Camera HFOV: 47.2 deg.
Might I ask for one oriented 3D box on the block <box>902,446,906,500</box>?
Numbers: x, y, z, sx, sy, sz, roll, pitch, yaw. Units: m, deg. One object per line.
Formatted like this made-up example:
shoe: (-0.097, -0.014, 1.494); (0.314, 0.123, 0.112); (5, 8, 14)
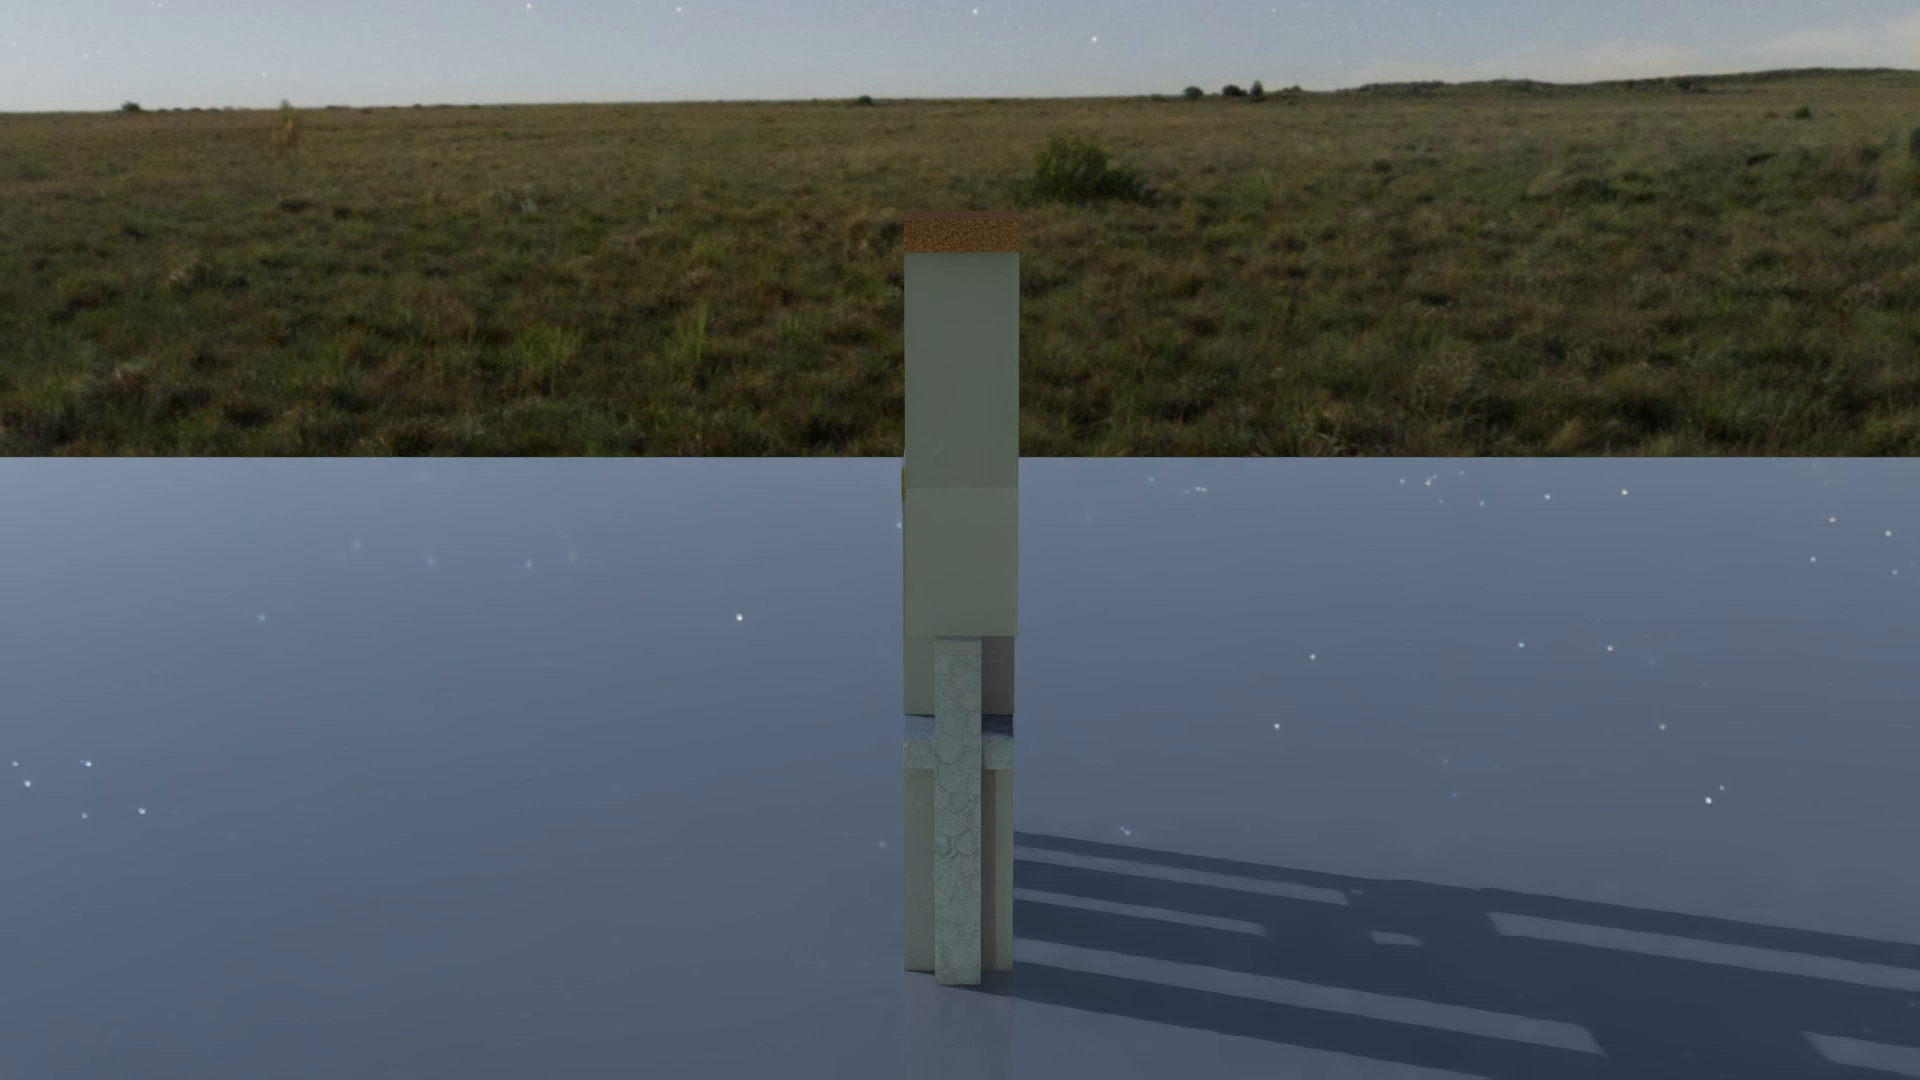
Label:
block: (-0.002, -0.115, 3.437); (0.170, 0.048, 0.339); (0, 11, 0)

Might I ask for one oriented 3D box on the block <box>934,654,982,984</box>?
block: (-0.003, 0.411, 3.241); (0.068, 0.509, 0.019); (0, 11, 0)

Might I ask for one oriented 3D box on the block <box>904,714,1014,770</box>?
block: (-0.002, 0.286, 3.397); (0.163, 0.046, 0.326); (0, 11, 0)

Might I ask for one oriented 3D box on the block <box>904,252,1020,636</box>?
block: (0.003, -0.138, 3.174); (0.162, 0.556, 0.046); (0, 10, 0)

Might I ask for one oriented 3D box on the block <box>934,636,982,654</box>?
block: (-0.003, 0.143, 3.237); (0.068, 0.019, 0.137); (0, 10, 0)

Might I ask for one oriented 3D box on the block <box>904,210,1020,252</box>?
block: (0.003, -0.454, 3.226); (0.162, 0.046, 0.325); (0, 11, 0)

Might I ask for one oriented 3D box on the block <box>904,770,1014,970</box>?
block: (-0.002, 0.488, 3.324); (0.163, 0.326, 0.046); (0, 11, 0)

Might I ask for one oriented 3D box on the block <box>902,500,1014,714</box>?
block: (-0.002, 0.096, 3.361); (0.170, 0.339, 0.048); (0, 10, 0)
